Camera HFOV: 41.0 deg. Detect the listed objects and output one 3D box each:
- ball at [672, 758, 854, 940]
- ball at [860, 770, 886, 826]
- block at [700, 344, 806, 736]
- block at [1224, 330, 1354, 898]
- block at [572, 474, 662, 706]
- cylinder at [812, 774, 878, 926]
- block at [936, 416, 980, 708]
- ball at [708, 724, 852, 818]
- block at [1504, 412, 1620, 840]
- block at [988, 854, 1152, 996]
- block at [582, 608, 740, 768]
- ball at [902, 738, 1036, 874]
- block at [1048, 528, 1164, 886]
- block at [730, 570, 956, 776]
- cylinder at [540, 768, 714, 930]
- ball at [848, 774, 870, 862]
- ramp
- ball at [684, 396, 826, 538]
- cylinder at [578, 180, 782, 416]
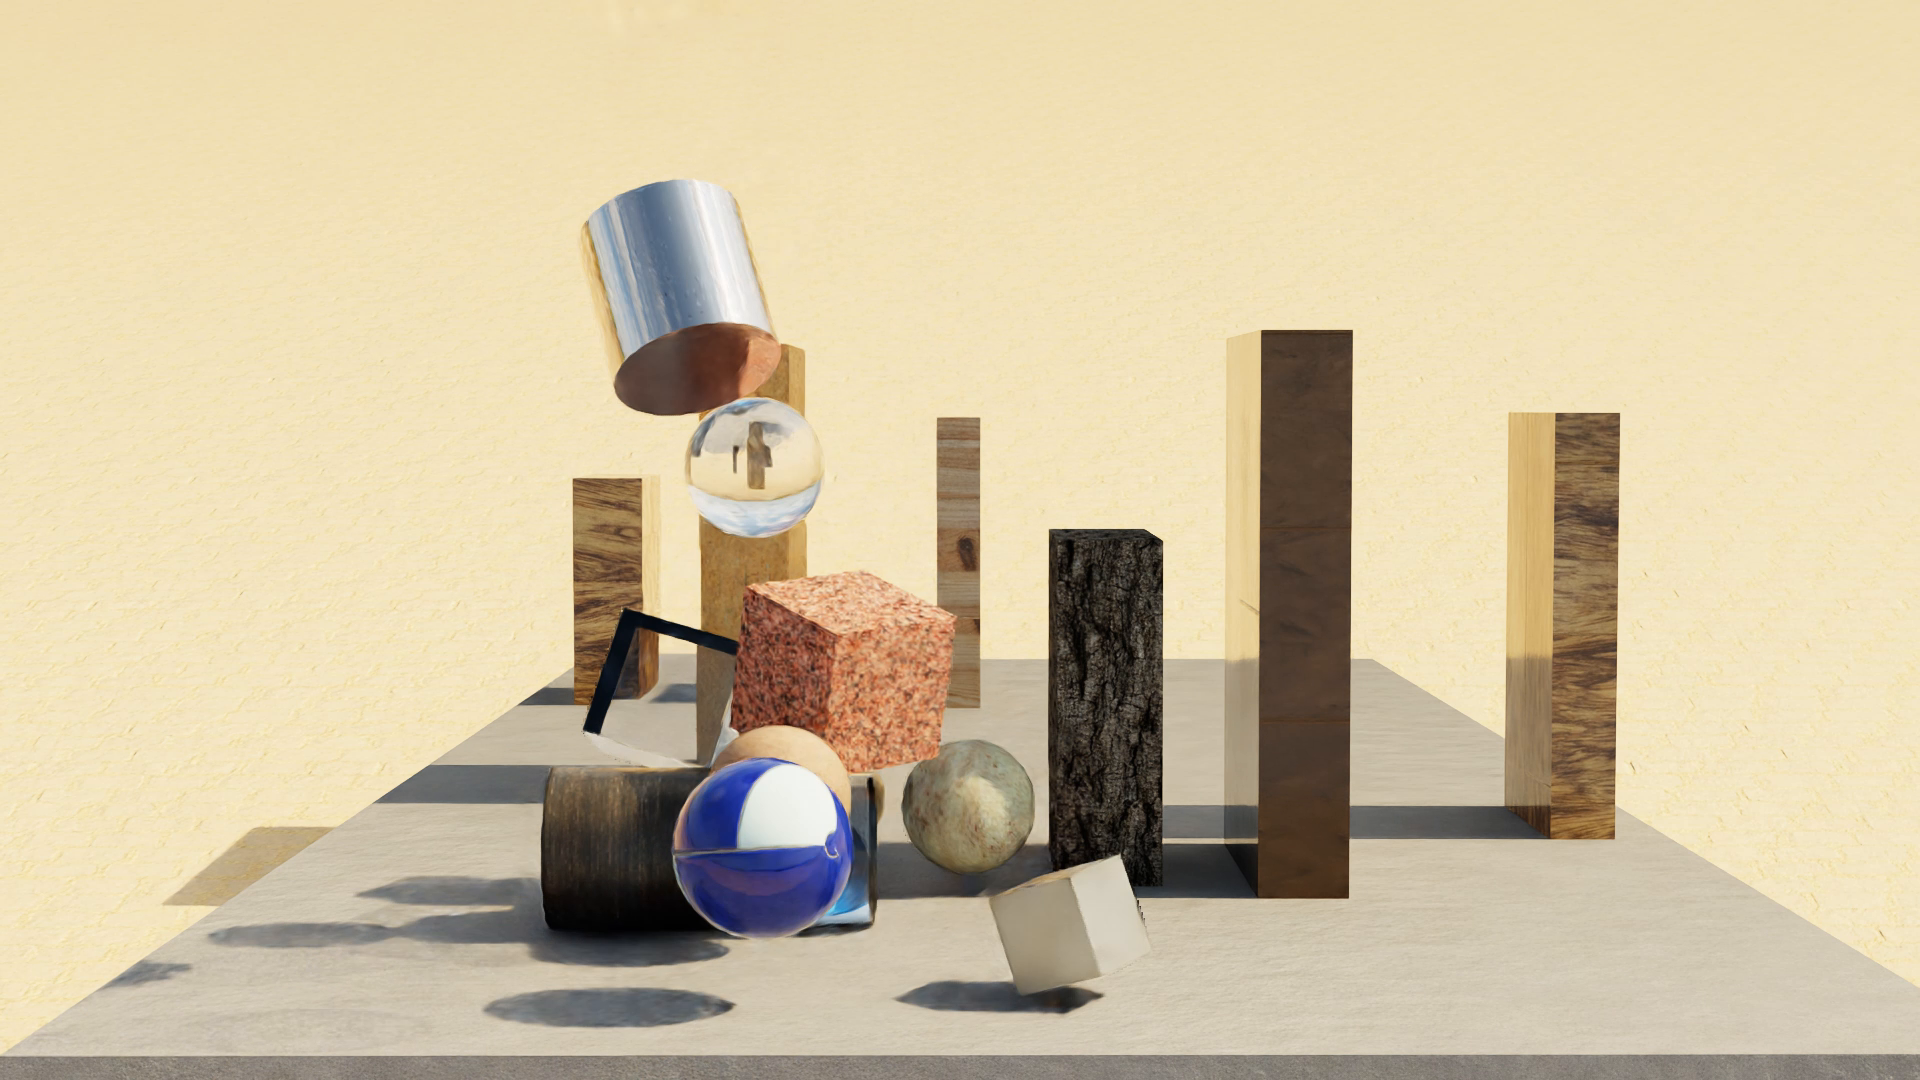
[{"bbox_3d":[-0.209,0.327,2.725,0.193,0.193,0.193,0,22,0],"label":"ball"},{"bbox_3d":[-0.175,0.377,3.756,0.134,0.134,0.134,0,22,0],"label":"ball"},{"bbox_3d":[-0.345,0.045,4.340,0.144,0.738,0.448,0,3,0],"label":"block"},{"bbox_3d":[0.445,0.087,3.528,0.118,0.737,0.422,0,3,0],"label":"block"},{"bbox_3d":[-0.753,0.102,5.672,0.149,0.487,0.346,0,3,0],"label":"block"},{"bbox_3d":[-0.201,0.382,3.170,0.184,0.184,0.184,0,22,-7],"label":"cylinder"},{"bbox_3d":[-0.003,0.039,5.626,0.092,0.617,0.382,0,3,0],"label":"block"},{"bbox_3d":[-0.213,0.302,3.003,0.172,0.172,0.172,0,22,0],"label":"ball"},{"bbox_3d":[0.918,0.120,3.936,0.095,0.629,0.319,0,3,0],"label":"block"},{"bbox_3d":[0.119,0.415,2.777,0.109,0.109,0.109,-20,-5,33],"label":"block"},{"bbox_3d":[-0.376,0.210,3.378,0.168,0.168,0.168,16,-14,6],"label":"block"},{"bbox_3d":[0.012,0.354,3.415,0.179,0.179,0.179,0,22,0],"label":"ball"},{"bbox_3d":[0.199,0.222,3.582,0.140,0.461,0.340,0,3,0],"label":"block"},{"bbox_3d":[-0.146,0.163,3.178,0.186,0.186,0.186,-7,22,-40],"label":"block"},{"bbox_3d":[-0.401,0.377,3.149,0.197,0.197,0.197,0,22,-1],"label":"cylinder"},{"bbox_3d":[-0.213,0.367,3.426,0.188,0.188,0.188,0,22,0],"label":"ball"},{"bbox_3d":[0.050,0.454,4.532,2.000,0.100,4.000,0,3,0],"label":"ramp"},{"bbox_3d":[-0.245,-0.086,3.070,0.170,0.170,0.170,0,22,0],"label":"ball"},{"bbox_3d":[-0.313,-0.268,2.857,0.188,0.188,0.188,-8,64,-19],"label":"cylinder"}]
